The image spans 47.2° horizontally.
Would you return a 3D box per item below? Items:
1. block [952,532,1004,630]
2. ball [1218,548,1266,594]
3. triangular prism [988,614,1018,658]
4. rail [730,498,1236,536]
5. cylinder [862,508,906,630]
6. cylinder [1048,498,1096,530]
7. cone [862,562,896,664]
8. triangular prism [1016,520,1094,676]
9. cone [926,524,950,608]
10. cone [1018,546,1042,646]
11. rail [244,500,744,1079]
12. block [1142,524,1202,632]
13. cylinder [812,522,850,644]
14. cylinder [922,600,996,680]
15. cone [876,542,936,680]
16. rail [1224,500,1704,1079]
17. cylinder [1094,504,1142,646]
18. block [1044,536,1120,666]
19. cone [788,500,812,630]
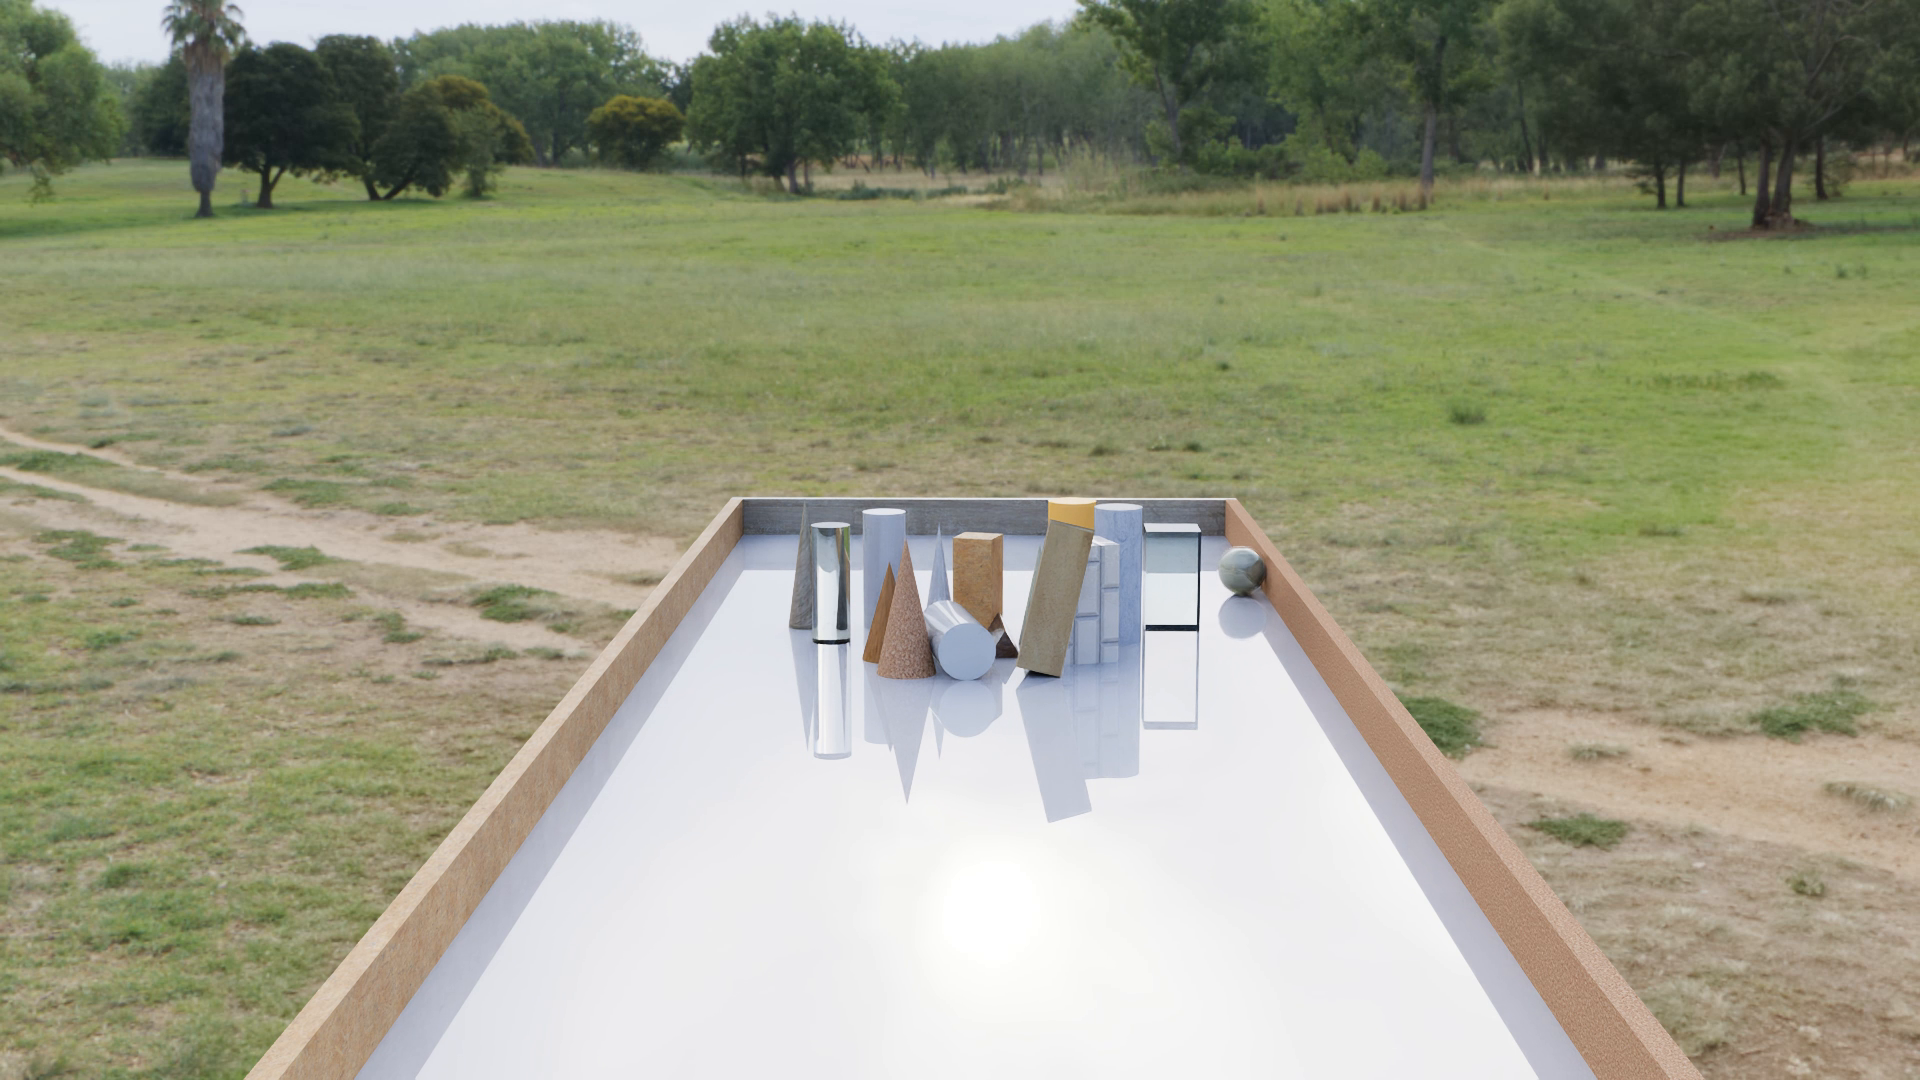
[{"bbox_3d":[0.059,0.136,7.182,0.130,0.303,0.130,3,9,18],"label":"block"},{"bbox_3d":[0.998,0.111,7.780,0.167,0.167,0.167,0,9,0],"label":"ball"},{"bbox_3d":[0.130,0.295,6.875,0.093,0.081,0.311,0,9,-3],"label":"triangular prism"},{"bbox_3d":[0.099,-0.098,9.147,2.100,0.150,0.050,0,9,1],"label":"rail"},{"bbox_3d":[-0.247,0.095,7.192,0.140,0.381,0.140,0,9,0],"label":"cylinder"},{"bbox_3d":[0.366,0.077,7.201,0.156,0.415,0.156,0,9,0],"label":"cylinder"},{"bbox_3d":[-0.214,0.213,6.703,0.171,0.301,0.171,0,9,0],"label":"cone"},{"bbox_3d":[0.272,0.170,6.513,0.137,0.444,0.119,13,-2,-8],"label":"triangular prism"},{"bbox_3d":[-0.065,0.137,6.912,0.115,0.386,0.115,0,9,0],"label":"cone"},{"bbox_3d":[0.250,0.169,6.915,0.133,0.322,0.133,0,9,0],"label":"cone"},{"bbox_3d":[-1.004,0.839,3.234,0.050,0.150,12.000,0,9,1],"label":"rail"},{"bbox_3d":[0.692,0.121,7.196,0.176,0.328,0.176,0,9,2],"label":"block"},{"bbox_3d":[-0.408,0.137,6.956,0.123,0.373,0.123,0,9,0],"label":"cylinder"},{"bbox_3d":[-0.013,0.297,6.584,0.172,0.172,0.362,-2,9,-11],"label":"cylinder"},{"bbox_3d":[-0.159,0.192,6.489,0.177,0.409,0.177,0,9,0],"label":"cone"},{"bbox_3d":[1.046,0.843,3.208,0.050,0.150,12.000,0,9,1],"label":"rail"},{"bbox_3d":[0.499,0.108,6.955,0.152,0.430,0.152,0,9,0],"label":"cylinder"},{"bbox_3d":[0.370,0.182,6.706,0.176,0.361,0.176,-3,9,-17],"label":"block"},{"bbox_3d":[-0.505,0.073,7.185,0.116,0.426,0.116,0,9,0],"label":"cone"}]
